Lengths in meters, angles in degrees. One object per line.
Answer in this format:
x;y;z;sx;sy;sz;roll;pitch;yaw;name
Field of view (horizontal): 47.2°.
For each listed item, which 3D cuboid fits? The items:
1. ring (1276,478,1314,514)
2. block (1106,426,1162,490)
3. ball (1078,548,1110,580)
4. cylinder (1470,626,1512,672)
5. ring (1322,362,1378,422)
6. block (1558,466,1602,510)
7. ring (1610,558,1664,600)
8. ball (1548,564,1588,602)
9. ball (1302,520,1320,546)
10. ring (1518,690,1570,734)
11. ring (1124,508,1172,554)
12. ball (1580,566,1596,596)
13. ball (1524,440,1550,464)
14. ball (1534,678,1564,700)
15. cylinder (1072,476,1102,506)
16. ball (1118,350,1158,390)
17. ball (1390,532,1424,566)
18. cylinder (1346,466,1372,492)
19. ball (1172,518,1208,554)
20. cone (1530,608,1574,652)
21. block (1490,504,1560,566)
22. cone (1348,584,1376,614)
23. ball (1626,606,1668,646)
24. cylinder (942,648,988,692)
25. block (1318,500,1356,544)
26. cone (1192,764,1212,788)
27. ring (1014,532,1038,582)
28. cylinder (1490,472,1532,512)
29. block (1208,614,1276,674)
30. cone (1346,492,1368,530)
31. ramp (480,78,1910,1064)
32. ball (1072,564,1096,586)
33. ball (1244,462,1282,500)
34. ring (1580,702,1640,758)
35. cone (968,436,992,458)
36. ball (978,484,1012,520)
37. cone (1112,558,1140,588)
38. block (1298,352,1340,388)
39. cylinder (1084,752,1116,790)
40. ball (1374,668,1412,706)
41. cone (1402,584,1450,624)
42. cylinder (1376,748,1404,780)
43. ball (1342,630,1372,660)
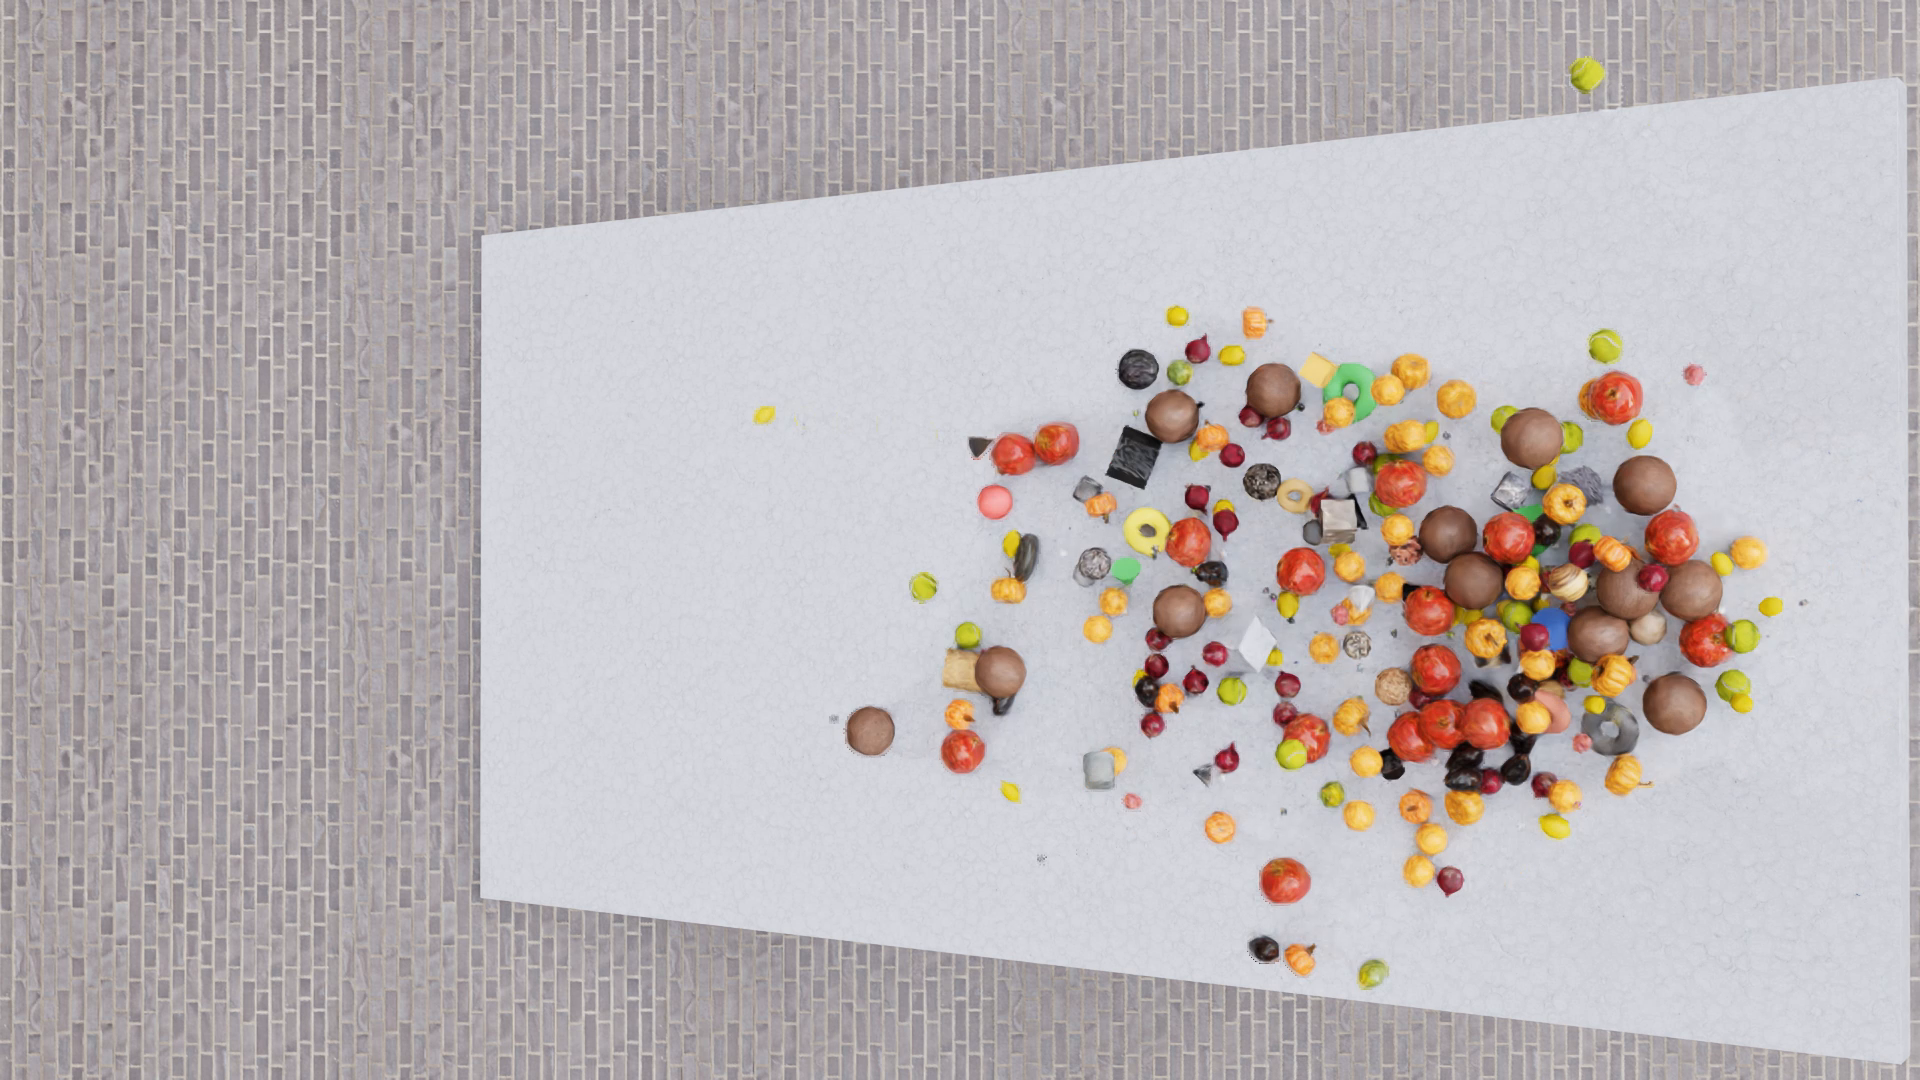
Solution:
0.785;-0.103;5.147;0.089;0.030;0.089;9;121;15;ring
0.422;-0.200;5.327;0.099;0.099;0.099;21;116;3;block
0.325;0.059;5.319;0.079;0.079;0.079;0;90;0;ball
1.179;0.240;4.880;0.077;0.077;0.077;-18;107;0;cylinder
0.903;-0.340;5.084;0.140;0.047;0.140;-1;88;34;ring
1.344;-0.112;4.763;0.066;0.066;0.066;-18;63;38;block
1.439;0.084;4.678;0.110;0.110;0.037;21;49;0;ring
1.255;0.088;4.535;0.079;0.079;0.079;0;90;0;ball
0.814;-0.017;5.046;0.058;0.058;0.058;0;90;0;ball
1.270;0.373;4.781;0.118;0.118;0.039;41;58;0;ring
0.456;-0.022;5.334;0.121;0.040;0.121;3;67;-6;ring
1.350;0.090;4.778;0.065;0.065;0.065;0;90;0;ball
1.257;-0.190;4.789;0.053;0.053;0.053;0;90;0;ball
1.290;0.336;4.814;0.066;0.066;0.066;0;90;0;ball
0.316;-0.123;5.460;0.055;0.055;0.055;28;107;0;cylinder
0.434;-0.415;5.359;0.099;0.099;0.099;0;90;0;ball
1.013;0.021;4.991;0.075;0.075;0.075;0;90;0;ball
0.919;-0.140;5.064;0.053;0.053;0.053;-4;94;0;cylinder
0.552;-0.009;5.288;0.084;0.084;0.084;0;90;0;ball
1.281;0.183;4.712;0.096;0.096;0.096;0;79;-1;cone
1.238;-0.012;4.821;0.089;0.089;0.089;-11;63;-41;block
0.902;0.145;4.944;0.063;0.063;0.063;6;129;7;cone
1.461;0.183;4.679;0.083;0.083;0.083;0;90;0;ball
0.012;0.332;5.589;0.098;0.098;0.098;10;90;5;cylinder
0.852;-0.042;4.963;0.074;0.074;0.074;-1;66;3;block
0.590;0.572;5.285;0.053;0.053;0.053;-21;94;0;cone
0.165;0.043;5.517;0.042;0.125;0.125;13;90;-7;ring
1.216;-0.104;4.853;0.066;0.066;0.066;35;88;0;cylinder
0.659;0.242;5.144;0.096;0.096;0.096;47;63;-32;block
0.910;-0.051;5.070;0.087;0.087;0.087;42;90;6;cone
0.256;0.070;5.590;4.000;0.100;2.000;0;89;33;ramp
0.312;0.084;5.455;0.065;0.065;0.065;0;90;0;ball
0.713;-0.137;5.180;0.089;0.089;0.089;0;90;0;ball
1.401;0.408;4.740;0.131;0.044;0.131;17;119;33;ring
0.057;-0.232;5.275;0.054;0.054;0.054;-21;90;-19;cone
0.089;-0.096;5.586;0.090;0.090;0.090;0;90;0;ball
0.403;0.092;5.290;0.070;0.070;0.070;-6;47;6;cone
0.820;-0.388;5.028;0.058;0.058;0.058;37;105;19;block
0.336;0.557;5.303;0.074;0.074;0.074;0;65;0;cylinder
0.986;0.334;5.000;0.087;0.087;0.087;0;90;0;ball
1.060;0.130;4.952;0.096;0.096;0.096;-20;89;26;cone
0.980;0.511;5.010;0.052;0.052;0.052;-6;132;-7;cylinder
0.896;0.237;4.961;0.064;0.064;0.064;0;90;0;ball
